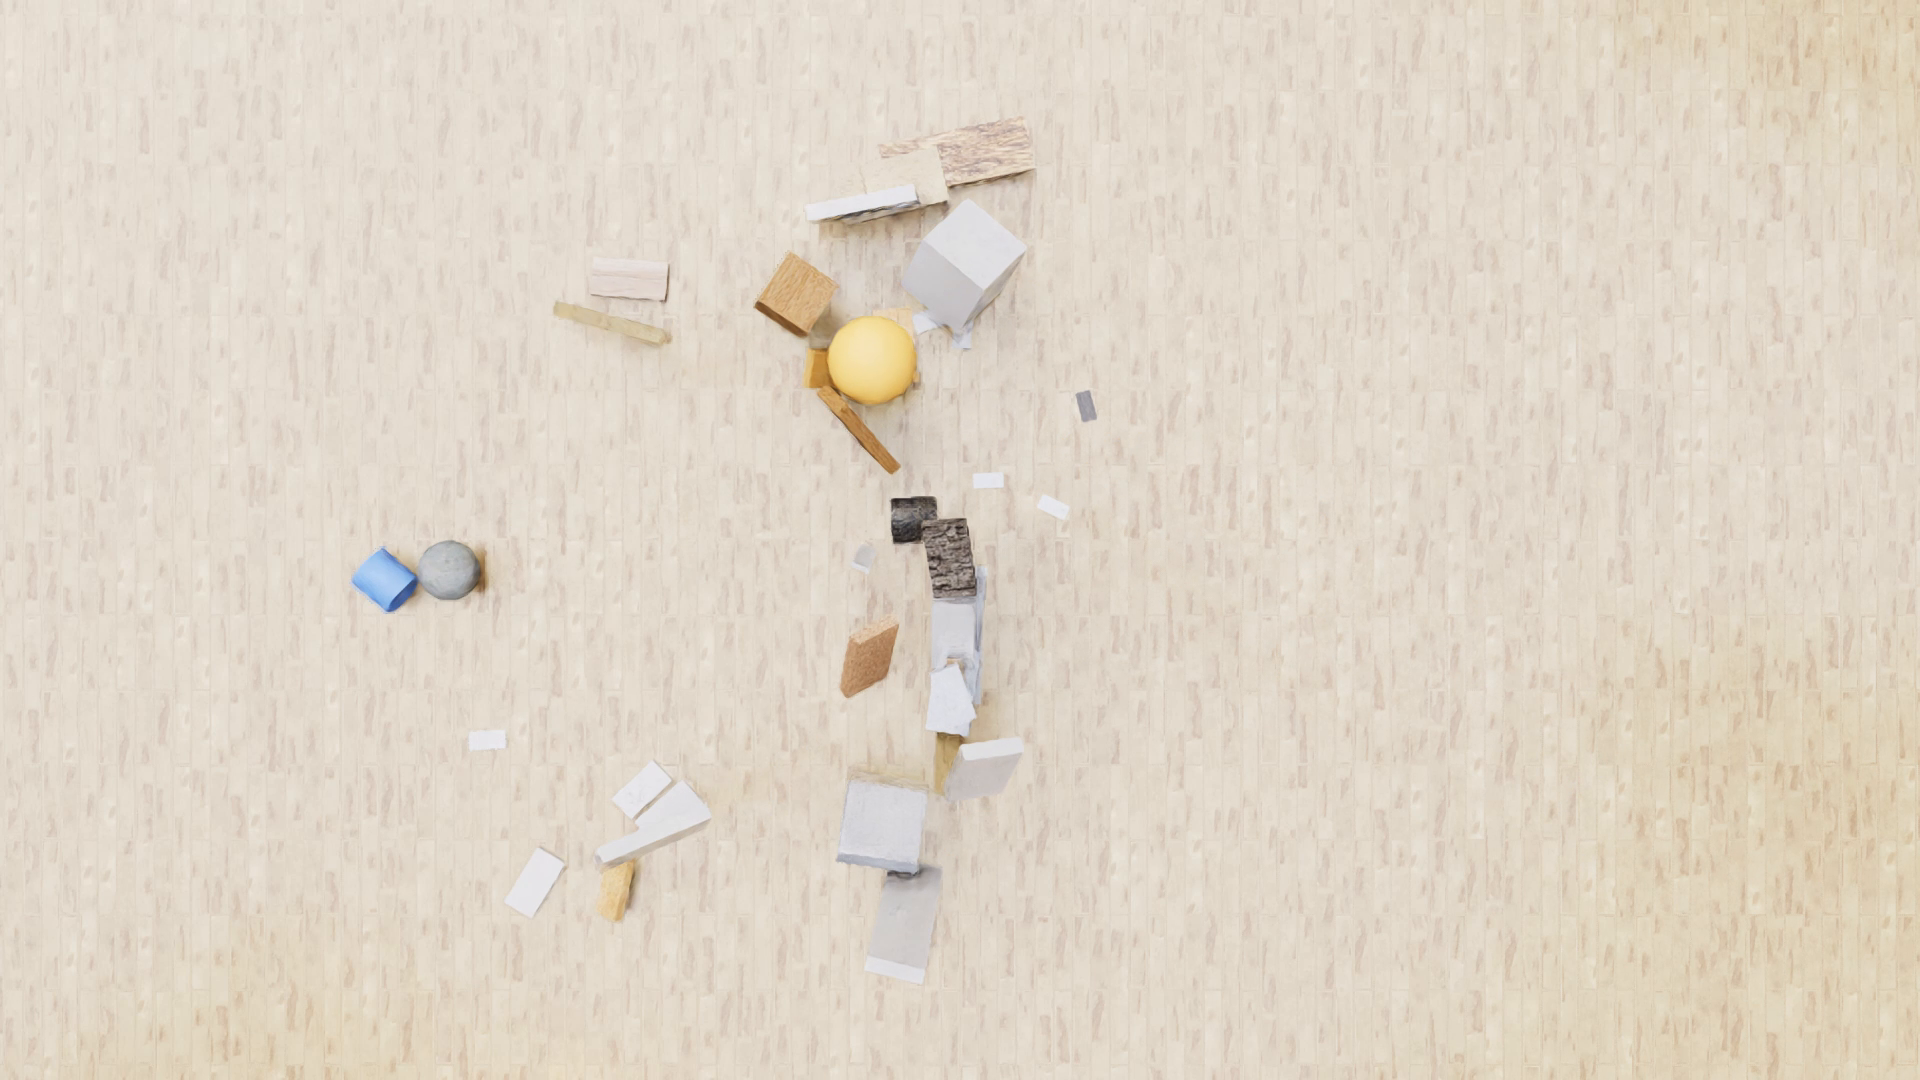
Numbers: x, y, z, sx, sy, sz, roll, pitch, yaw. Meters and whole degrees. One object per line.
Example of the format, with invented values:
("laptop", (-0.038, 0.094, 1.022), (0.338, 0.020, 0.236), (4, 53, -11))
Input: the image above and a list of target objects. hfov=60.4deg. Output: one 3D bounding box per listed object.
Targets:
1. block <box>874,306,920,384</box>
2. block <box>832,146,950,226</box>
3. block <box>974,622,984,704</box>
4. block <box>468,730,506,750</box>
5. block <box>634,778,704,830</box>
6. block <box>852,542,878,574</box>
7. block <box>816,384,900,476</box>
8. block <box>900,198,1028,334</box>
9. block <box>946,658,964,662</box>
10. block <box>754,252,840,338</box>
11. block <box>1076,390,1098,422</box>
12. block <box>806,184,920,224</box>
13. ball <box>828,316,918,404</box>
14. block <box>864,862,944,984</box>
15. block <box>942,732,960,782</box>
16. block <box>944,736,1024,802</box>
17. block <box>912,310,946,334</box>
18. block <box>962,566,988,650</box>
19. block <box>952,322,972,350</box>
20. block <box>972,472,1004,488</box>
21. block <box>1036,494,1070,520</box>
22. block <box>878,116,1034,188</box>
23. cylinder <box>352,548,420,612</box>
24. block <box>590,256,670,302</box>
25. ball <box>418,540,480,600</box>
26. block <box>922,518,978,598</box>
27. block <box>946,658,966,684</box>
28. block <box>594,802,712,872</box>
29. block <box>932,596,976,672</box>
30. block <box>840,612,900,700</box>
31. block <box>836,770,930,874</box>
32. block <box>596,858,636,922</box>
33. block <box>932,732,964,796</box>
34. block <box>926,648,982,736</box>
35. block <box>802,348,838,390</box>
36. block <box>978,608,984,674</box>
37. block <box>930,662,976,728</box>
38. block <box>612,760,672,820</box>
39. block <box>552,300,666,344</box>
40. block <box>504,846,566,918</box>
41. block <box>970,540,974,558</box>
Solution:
("block", (-0.212, -0.642, 5.482), (0.125, 0.035, 0.249), (-6, 90, 0))
("block", (-0.226, -1.161, 5.420), (0.353, 0.050, 0.176), (-13, 98, 4))
("block", (0.004, 0.400, 5.445), (0.140, 0.040, 0.280), (2, 87, 1))
("block", (-1.572, 0.666, 5.491), (0.121, 0.017, 0.060), (-1, 90, 0))
("block", (-0.967, 0.905, 5.485), (0.213, 0.030, 0.107), (-42, 90, 0))
("block", (-0.311, 0.059, 5.385), (0.060, 0.183, 0.017), (26, 111, -4))
("block", (-0.326, -0.355, 5.333), (0.046, 0.162, 0.324), (-42, 130, -2))
("block", (0.010, -0.883, 5.320), (0.252, 0.252, 0.252), (40, 57, 3))
("block", (-0.017, 0.422, 5.237), (0.049, 0.014, 0.099), (8, 118, 14))
("block", (-0.525, -0.782, 5.282), (0.186, 0.186, 0.186), (33, 85, -11))
("block", (0.420, -0.445, 5.493), (0.050, 0.014, 0.101), (-15, 90, 0))
("block", (-0.312, -1.083, 5.321), (0.353, 0.176, 0.050), (-11, 97, 4))
("ball", (-0.277, -0.568, 5.214), (0.282, 0.282, 0.282), (0, 90, 0))
("block", (-0.171, 1.189, 5.209), (0.178, 0.599, 0.050), (14, 109, 0))
("block", (-0.029, 0.683, 5.368), (0.050, 0.275, 0.014), (18, 130, -13))
("block", (0.066, 0.691, 4.951), (0.178, 0.356, 0.050), (-7, 63, -13))
("block", (-0.092, -0.735, 5.491), (0.124, 0.018, 0.062), (-17, 90, 0))
("block", (0.006, 0.219, 5.220), (0.132, 0.406, 0.037), (6, 51, 1))
("block", (0.009, -0.699, 5.491), (0.062, 0.018, 0.124), (4, 90, 0))
("block", (0.095, -0.198, 5.493), (0.101, 0.014, 0.050), (-3, 90, 0))
("block", (0.312, -0.110, 5.493), (0.101, 0.014, 0.050), (26, 90, 0))
("block", (-0.011, -1.265, 5.461), (0.495, 0.050, 0.176), (-10, 92, 3))
("cylinder", (-1.888, 0.134, 5.424), (0.150, 0.150, 0.150), (40, 90, 0))
("block", (-1.096, -0.867, 5.482), (0.249, 0.035, 0.125), (4, 90, 0))
("ball", (-1.673, 0.100, 5.402), (0.196, 0.196, 0.196), (0, 90, 0))
("block", (-0.030, 0.056, 4.997), (0.132, 0.037, 0.265), (-4, 124, 7))
("block", (-0.011, 0.422, 5.216), (0.050, 0.014, 0.099), (0, 116, 22))
("block", (-0.953, 0.925, 5.115), (0.355, 0.178, 0.050), (-20, 76, -22))
("block", (-0.021, 0.294, 5.198), (0.132, 0.037, 0.265), (5, 126, 6))
("block", (-0.295, 0.376, 5.325), (0.162, 0.324, 0.046), (-27, 63, -28))
("block", (-0.249, 0.915, 5.371), (0.258, 0.258, 0.258), (9, 90, 0))
("block", (-1.139, 1.141, 5.454), (0.107, 0.030, 0.213), (13, 90, 41))
("block", (-0.037, 0.715, 5.361), (0.094, 0.287, 0.027), (18, 130, -13))
("block", (-0.021, 0.482, 5.323), (0.140, 0.040, 0.280), (9, 97, 5))
("block", (-0.397, -0.558, 5.386), (0.035, 0.249, 0.125), (26, 111, 43))
("block", (0.005, 0.297, 5.411), (0.140, 0.040, 0.280), (1, 87, 1))
("block", (-0.021, 0.488, 5.195), (0.094, 0.027, 0.187), (-20, 105, 0))
("block", (-1.056, 0.829, 5.487), (0.187, 0.027, 0.094), (-43, 90, 0))
("block", (-1.130, -0.702, 5.319), (0.324, 0.162, 0.046), (12, 96, -36))
("block", (-1.411, 1.138, 5.485), (0.107, 0.030, 0.213), (32, 90, 0))
("block", (0.009, 0.072, 5.394), (0.078, 0.022, 0.156), (-4, 59, 1))
